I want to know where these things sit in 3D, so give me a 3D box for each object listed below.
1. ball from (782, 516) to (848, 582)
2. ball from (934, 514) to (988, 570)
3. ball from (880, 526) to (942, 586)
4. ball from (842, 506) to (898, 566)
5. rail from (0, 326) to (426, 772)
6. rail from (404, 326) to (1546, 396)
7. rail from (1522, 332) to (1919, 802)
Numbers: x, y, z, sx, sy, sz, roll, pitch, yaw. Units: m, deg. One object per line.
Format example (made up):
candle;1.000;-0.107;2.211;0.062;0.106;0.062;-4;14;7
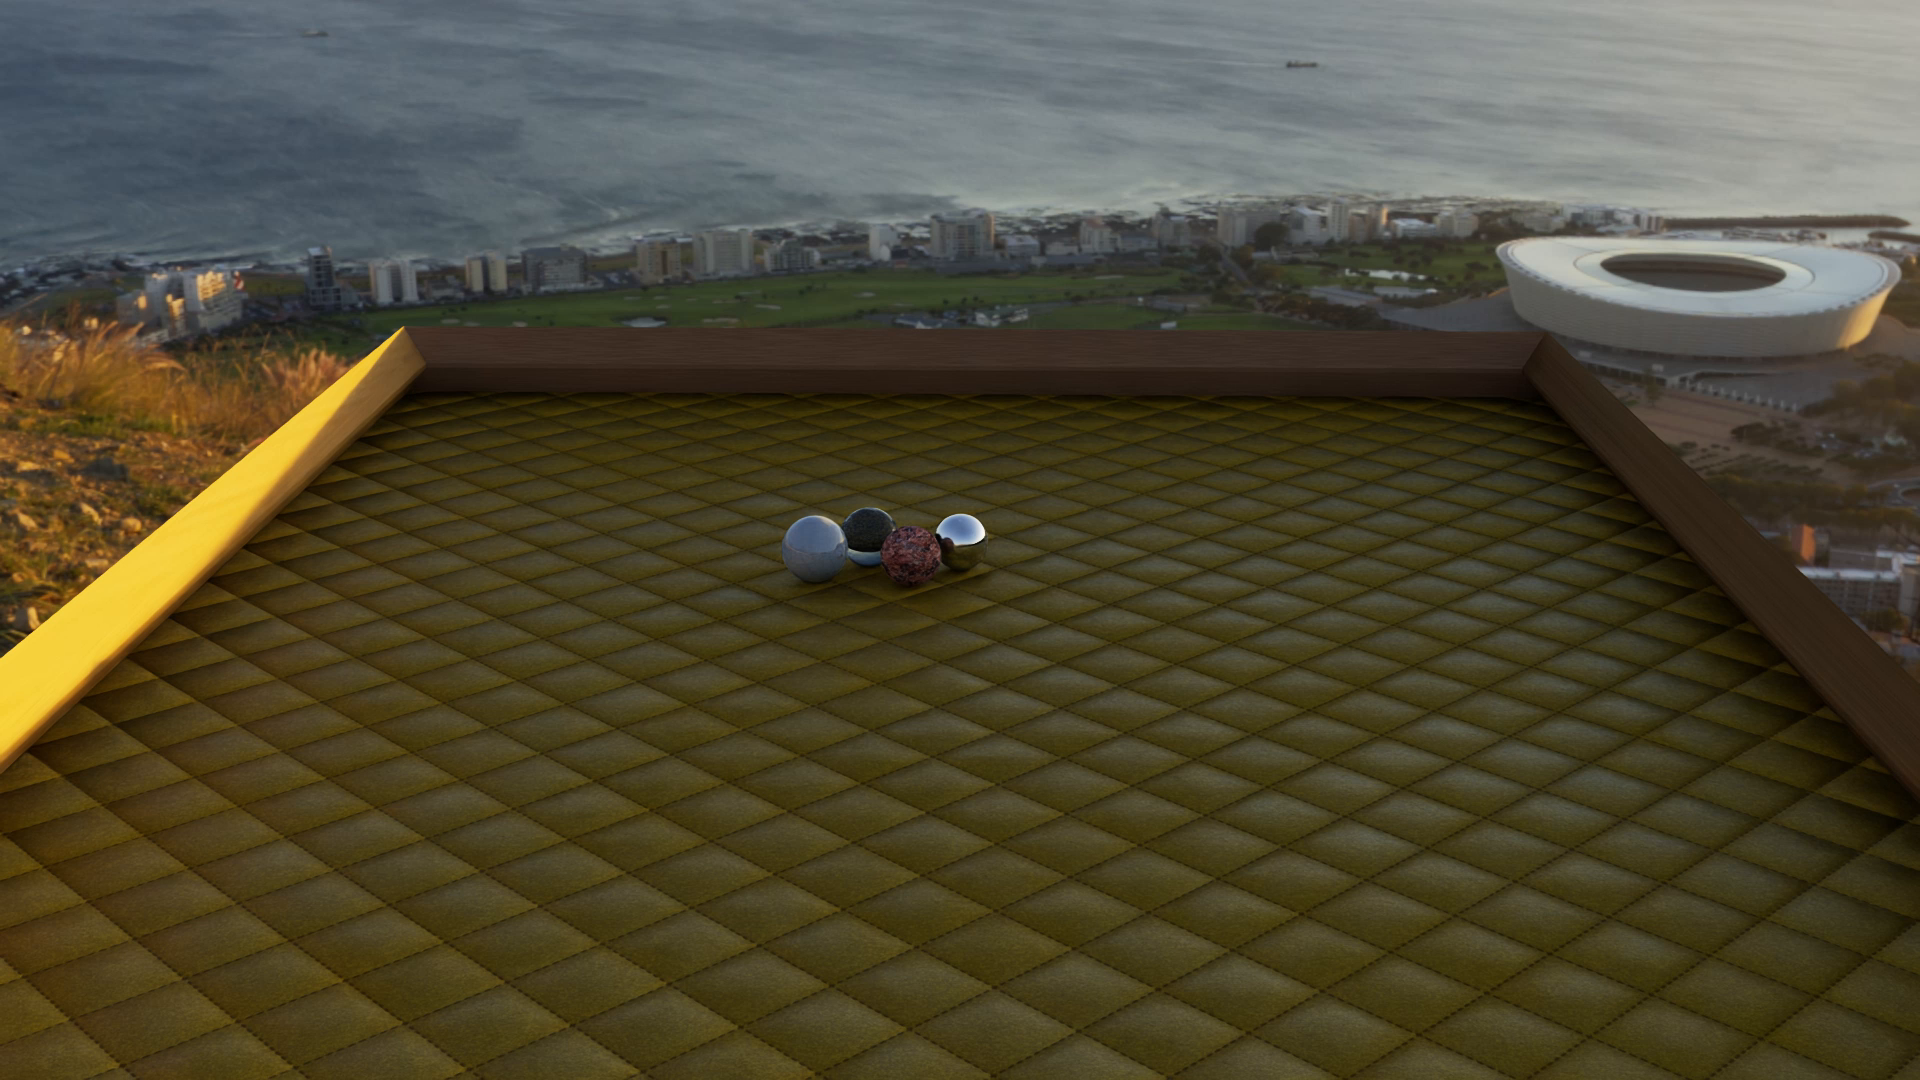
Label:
ball;-0.170;0.010;2.580;0.079;0.079;0.079;0;18;0
ball;0.001;0.002;2.624;0.067;0.067;0.067;0;18;0
ball;-0.057;0.018;2.568;0.071;0.071;0.071;0;18;0
ball;-0.109;-0.004;2.634;0.072;0.072;0.072;0;18;0
rail;-0.884;0.243;1.824;0.045;0.102;3.414;0;18;1
rail;0.018;-0.271;3.407;1.778;0.102;0.045;0;18;1
rail;0.847;0.254;1.788;0.045;0.102;3.414;0;18;1
